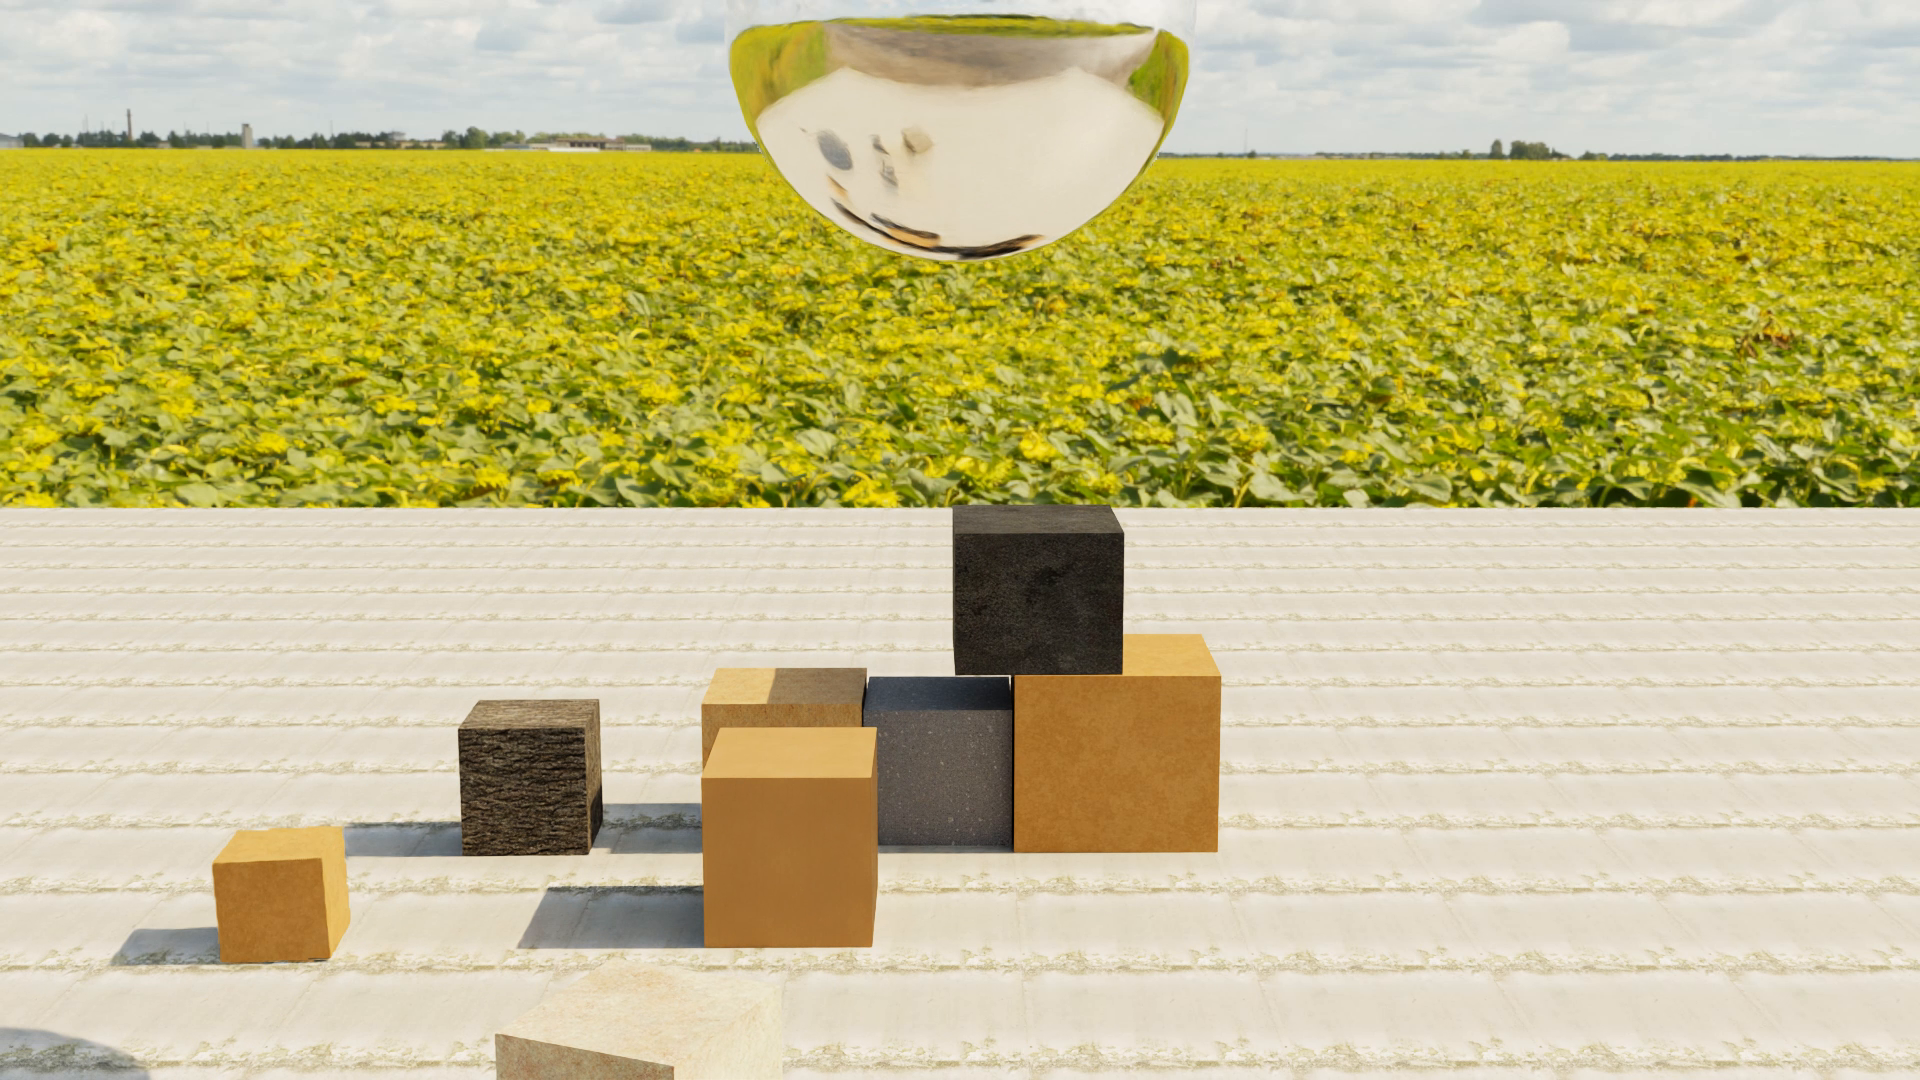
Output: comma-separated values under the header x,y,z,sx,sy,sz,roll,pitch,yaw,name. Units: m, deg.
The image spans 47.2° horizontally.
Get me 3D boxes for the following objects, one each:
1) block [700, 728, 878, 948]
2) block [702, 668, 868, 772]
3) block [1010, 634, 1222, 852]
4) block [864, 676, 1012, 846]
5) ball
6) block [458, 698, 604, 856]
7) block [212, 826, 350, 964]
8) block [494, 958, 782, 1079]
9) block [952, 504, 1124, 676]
x,y,z,sx,sy,sz,roll,pitch,yaw,name
-0.758,1.340,10.026,0.738,0.777,0.830,0,10,0,block
-0.890,1.112,11.368,0.796,0.744,0.764,0,10,0,block
0.779,1.031,11.363,1.017,0.906,0.940,0,10,0,block
-0.111,1.132,11.377,0.742,0.703,0.709,0,10,0,block
0.000,-1.747,7.461,1.600,1.600,1.600,0,10,0,ball
-2.167,1.197,11.152,0.621,0.654,0.574,0,10,-2,block
-2.979,1.557,9.681,0.462,0.457,0.450,-3,10,-4,block
-1.043,1.880,7.273,0.658,0.699,0.710,4,11,23,block
0.381,0.240,11.190,0.827,0.711,0.858,0,10,-1,block
